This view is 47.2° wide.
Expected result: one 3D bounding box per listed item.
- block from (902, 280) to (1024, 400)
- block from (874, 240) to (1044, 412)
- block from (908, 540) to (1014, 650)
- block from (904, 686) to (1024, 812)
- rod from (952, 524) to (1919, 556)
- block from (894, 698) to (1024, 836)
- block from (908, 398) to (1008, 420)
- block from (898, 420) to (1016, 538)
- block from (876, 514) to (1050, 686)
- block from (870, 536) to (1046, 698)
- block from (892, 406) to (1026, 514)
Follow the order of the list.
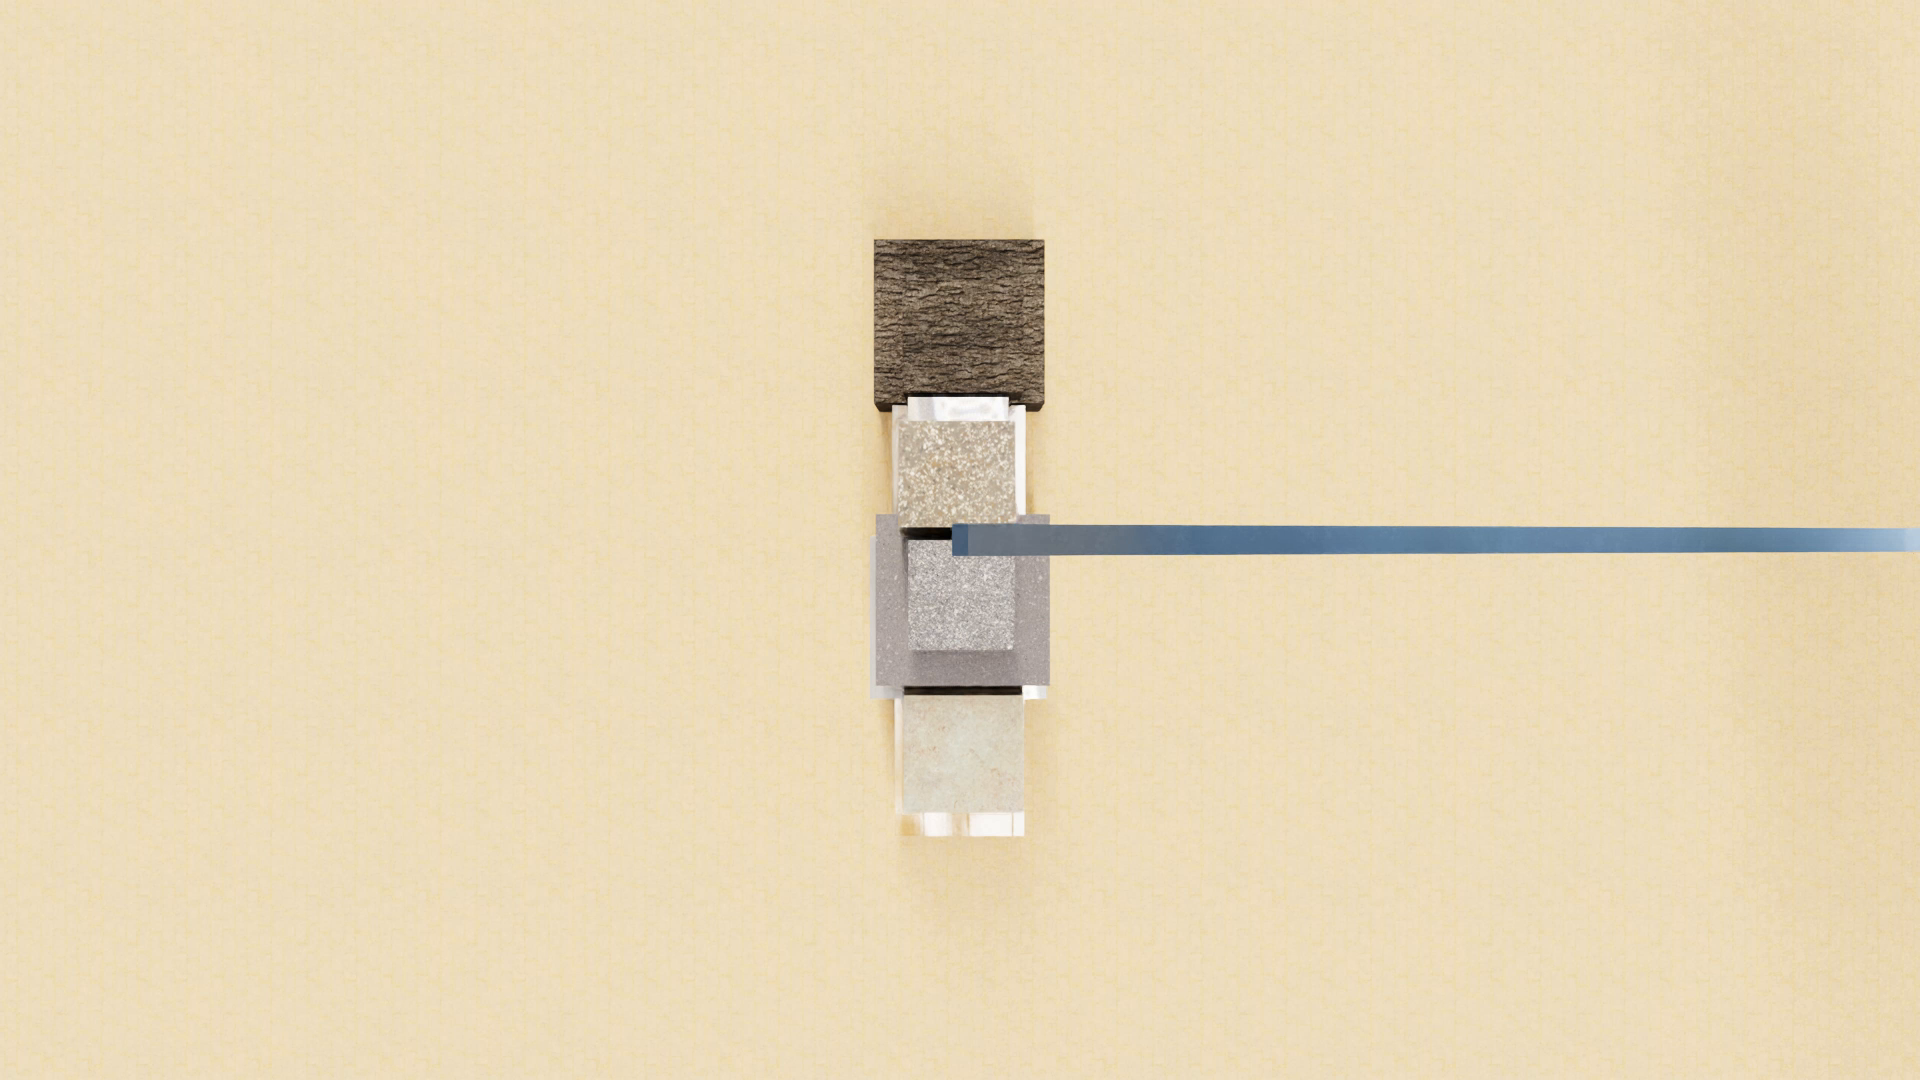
[{"bbox_3d":[0.015,-1.063,11.800,0.631,0.650,0.584,0,90,0],"label":"block"},{"bbox_3d":[-0.004,-1.207,12.563,0.944,0.875,0.902,0,90,0],"label":"block"},{"bbox_3d":[0.008,0.263,10.825,0.509,0.568,0.526,0,90,0],"label":"block"},{"bbox_3d":[0.018,1.078,11.664,0.618,0.663,0.608,0,95,0],"label":"block"},{"bbox_3d":[2.234,0.000,6.855,5.200,0.080,0.080,0,90,-31],"label":"rod"},{"bbox_3d":[-0.002,1.266,12.664,0.725,0.672,0.784,0,90,0],"label":"block"},{"bbox_3d":[-0.010,-0.446,11.841,0.527,0.580,0.620,0,91,0],"label":"block"},{"bbox_3d":[-0.014,-0.294,10.877,0.566,0.497,0.517,0,84,0],"label":"block"},{"bbox_3d":[0.014,0.303,11.544,0.881,0.869,0.867,0,90,0],"label":"block"},{"bbox_3d":[-0.009,0.421,12.489,0.964,1.022,0.885,0,90,0],"label":"block"},{"bbox_3d":[-0.007,-0.389,12.589,0.736,0.821,0.715,0,90,0],"label":"block"}]
